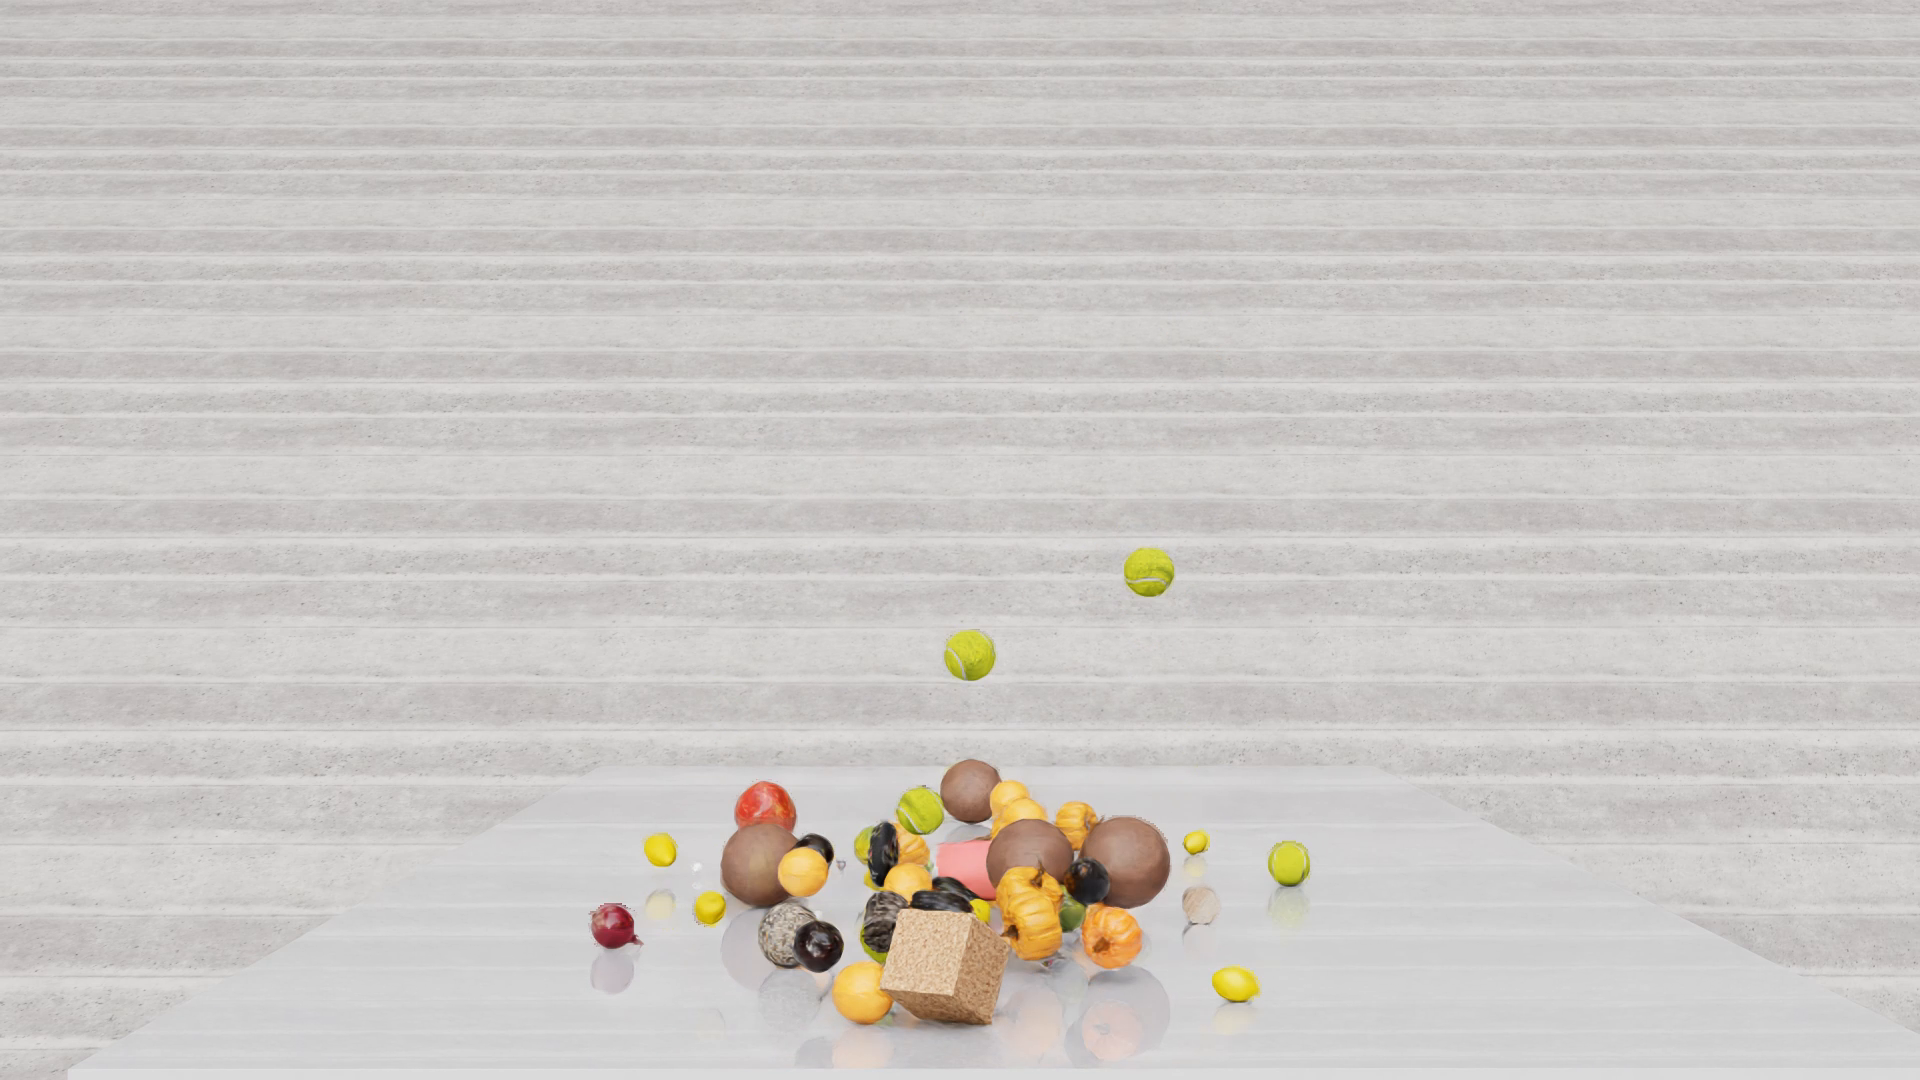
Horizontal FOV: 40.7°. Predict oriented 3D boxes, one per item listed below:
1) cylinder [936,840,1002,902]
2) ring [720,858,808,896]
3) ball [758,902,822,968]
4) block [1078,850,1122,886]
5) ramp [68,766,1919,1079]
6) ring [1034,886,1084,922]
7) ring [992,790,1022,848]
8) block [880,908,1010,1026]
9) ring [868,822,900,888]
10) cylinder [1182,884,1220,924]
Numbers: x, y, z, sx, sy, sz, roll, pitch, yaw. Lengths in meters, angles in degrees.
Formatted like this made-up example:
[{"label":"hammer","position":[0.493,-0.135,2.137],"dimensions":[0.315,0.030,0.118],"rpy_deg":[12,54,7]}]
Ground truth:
[{"label":"cylinder","position":[0.016,0.512,4.004],"dimensions":[0.092,0.092,0.092],"rpy_deg":[-4,31,5]},{"label":"ring","position":[-0.314,0.540,4.156],"dimensions":[0.143,0.048,0.143],"rpy_deg":[-1,1,0]},{"label":"ball","position":[-0.222,0.515,3.372],"dimensions":[0.084,0.084,0.084],"rpy_deg":[0,31,0]},{"label":"block","position":[0.230,0.538,4.241],"dimensions":[0.051,0.051,0.051],"rpy_deg":[0,-1,-32]},{"label":"ramp","position":[0.070,0.618,4.697],"dimensions":[2.000,0.100,4.000],"rpy_deg":[0,0,0]},{"label":"ring","position":[0.146,0.536,3.815],"dimensions":[0.078,0.026,0.078],"rpy_deg":[-21,13,5]},{"label":"ring","position":[0.084,0.497,4.616],"dimensions":[0.035,0.105,0.105],"rpy_deg":[-18,30,9]},{"label":"block","position":[-0.017,0.487,2.955],"dimensions":[0.097,0.097,0.097],"rpy_deg":[-1,60,31]},{"label":"ring","position":[-0.113,0.469,3.858],"dimensions":[0.033,0.098,0.098],"rpy_deg":[1,31,9]},{"label":"cylinder","position":[0.352,0.534,3.799],"dimensions":[0.052,0.052,0.052],"rpy_deg":[1,-1,2]}]
